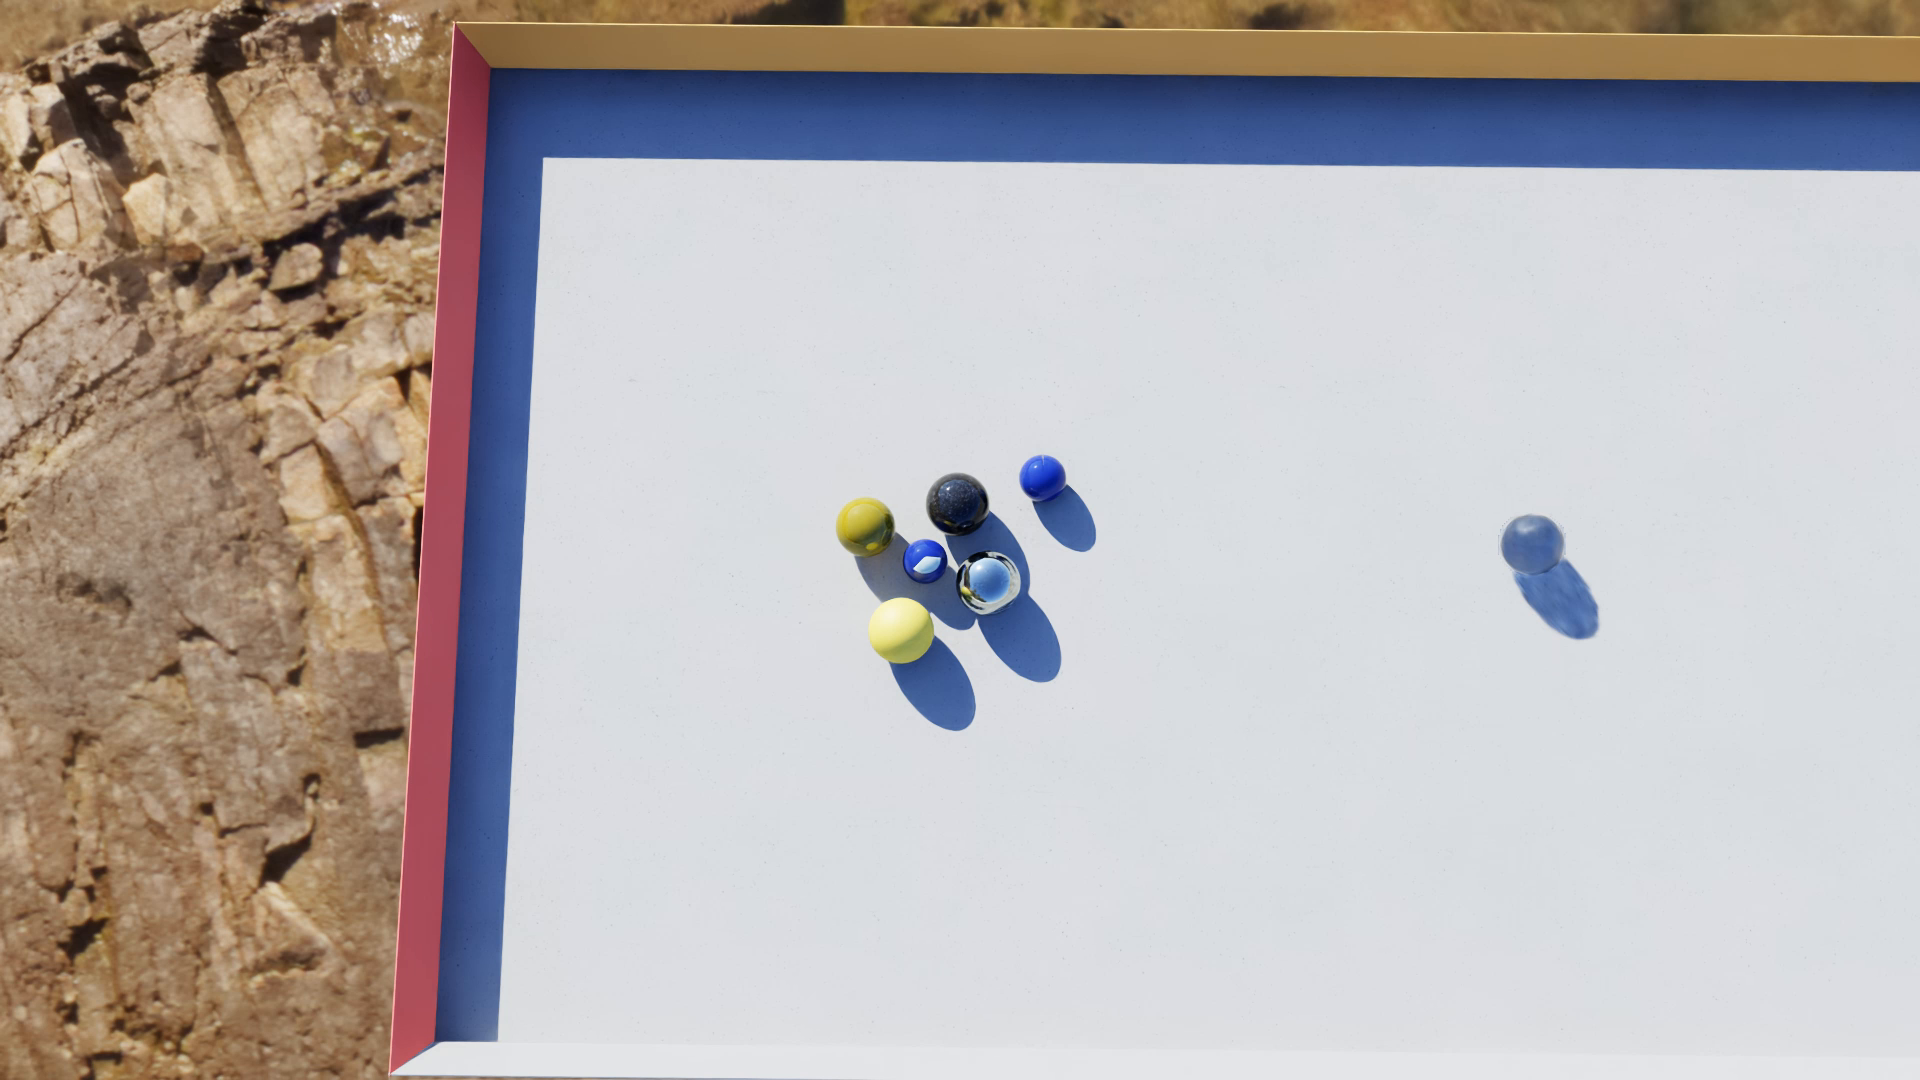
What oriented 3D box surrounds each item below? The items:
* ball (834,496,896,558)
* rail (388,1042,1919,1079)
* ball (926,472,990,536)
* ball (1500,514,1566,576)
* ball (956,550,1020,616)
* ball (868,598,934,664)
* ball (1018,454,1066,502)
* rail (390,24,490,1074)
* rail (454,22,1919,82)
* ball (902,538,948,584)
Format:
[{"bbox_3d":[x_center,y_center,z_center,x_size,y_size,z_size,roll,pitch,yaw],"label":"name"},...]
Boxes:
[{"bbox_3d":[-0.142,-0.020,3.295,0.091,0.091,0.091,0,78,0],"label":"ball"},{"bbox_3d":[0.777,0.751,3.117,3.142,0.127,0.045,1,78,0],"label":"rail"},{"bbox_3d":[-0.004,-0.053,3.299,0.097,0.097,0.097,0,78,0],"label":"ball"},{"bbox_3d":[0.856,0.007,3.288,0.094,0.094,0.094,0,78,0],"label":"ball"},{"bbox_3d":[0.042,0.064,3.275,0.097,0.097,0.097,0,78,0],"label":"ball"},{"bbox_3d":[-0.087,0.135,3.260,0.098,0.098,0.098,0,78,0],"label":"ball"},{"bbox_3d":[0.125,-0.093,3.320,0.073,0.073,0.073,0,78,0],"label":"ball"},{"bbox_3d":[-0.762,-0.012,3.274,0.045,0.127,1.572,1,78,0],"label":"rail"},{"bbox_3d":[0.794,-0.743,3.425,3.142,0.127,0.045,1,78,0],"label":"rail"},{"bbox_3d":[-0.052,0.032,3.296,0.068,0.068,0.068,0,78,0],"label":"ball"}]
